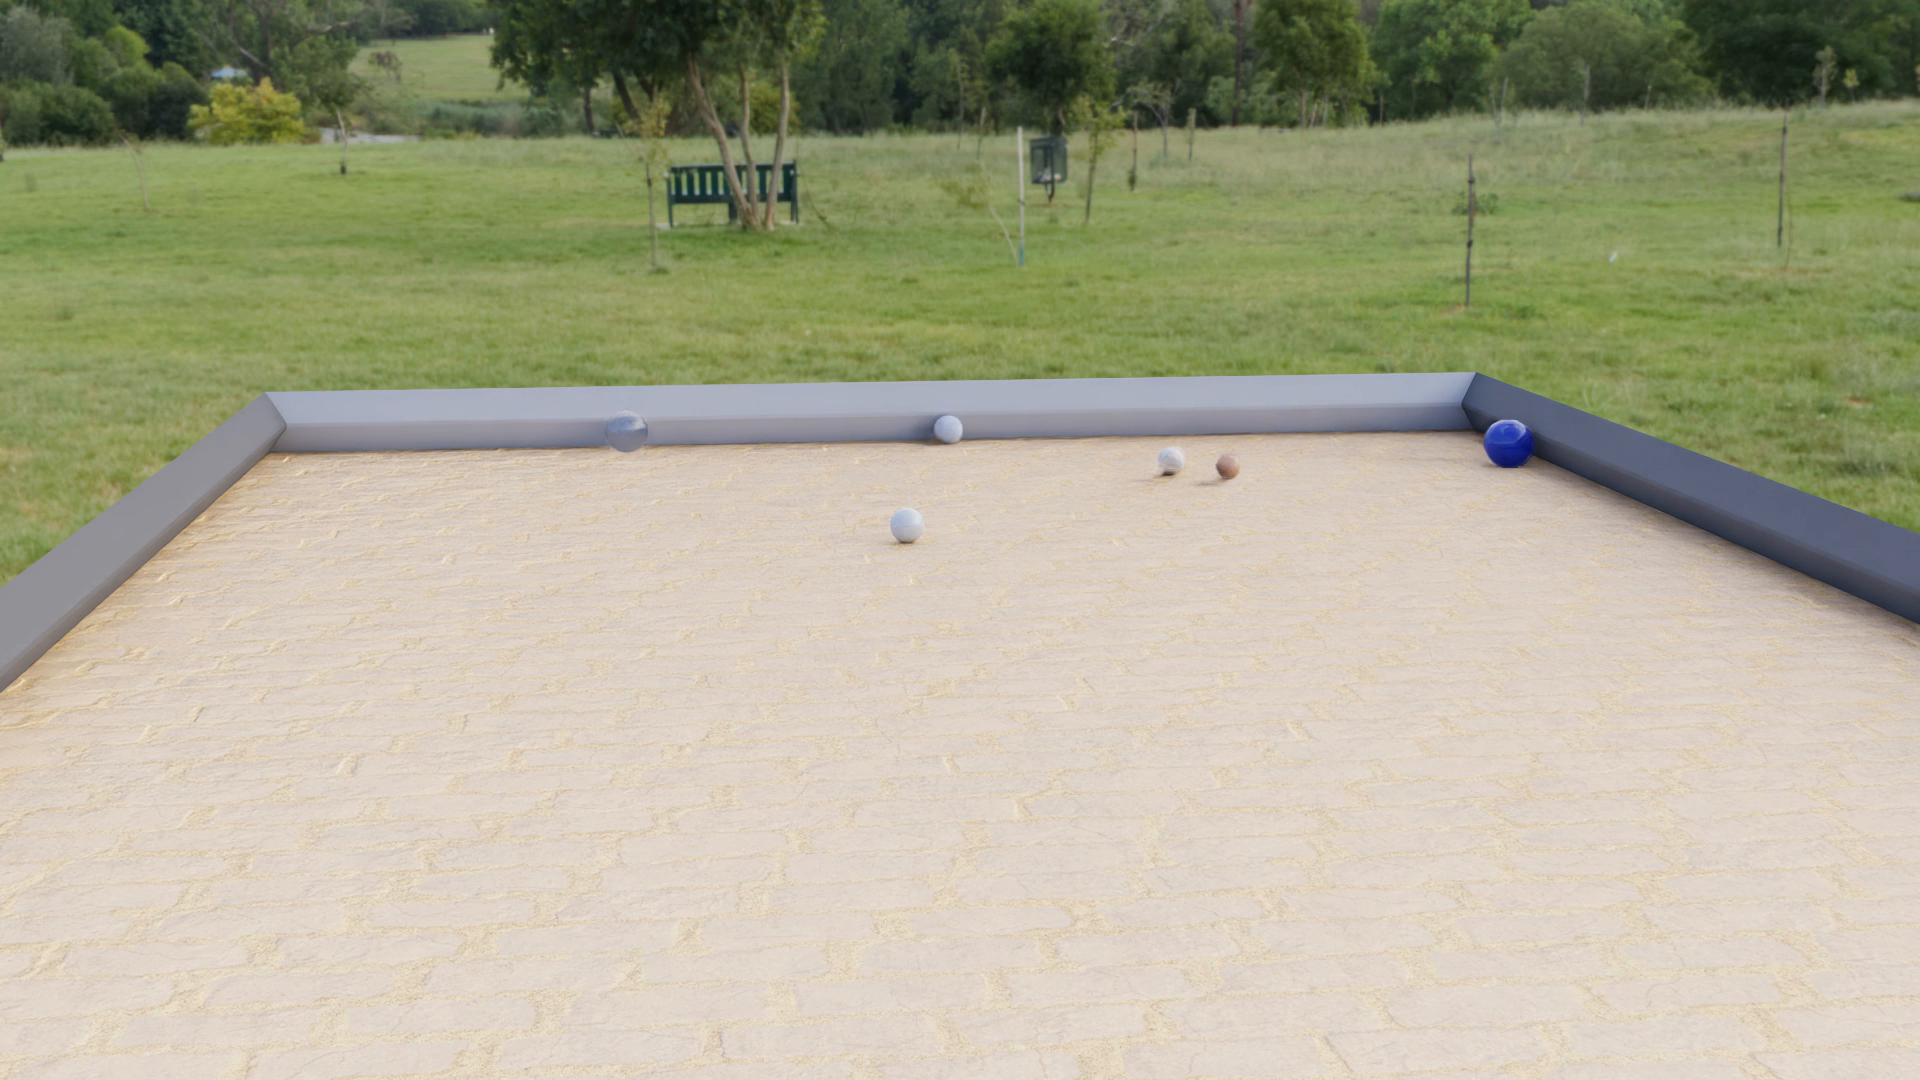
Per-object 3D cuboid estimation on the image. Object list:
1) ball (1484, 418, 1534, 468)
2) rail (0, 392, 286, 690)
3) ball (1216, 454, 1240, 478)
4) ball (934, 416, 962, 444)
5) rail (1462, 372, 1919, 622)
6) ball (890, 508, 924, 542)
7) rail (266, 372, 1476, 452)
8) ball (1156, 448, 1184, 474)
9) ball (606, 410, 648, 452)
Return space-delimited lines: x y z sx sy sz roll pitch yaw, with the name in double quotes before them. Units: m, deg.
"ball" 0.996 -0.176 3.996 0.087 0.087 0.087 0 12 0
"rail" -1.016 0.223 2.008 0.045 0.114 4.411 -1 12 -7
"ball" 0.474 -0.129 3.879 0.043 0.043 0.043 0 12 0
"ball" -0.023 -0.213 4.250 0.056 0.056 0.056 0 12 0
"rail" 1.286 0.165 2.286 0.045 0.114 4.411 -1 12 -7
"ball" -0.080 -0.022 3.340 0.053 0.053 0.053 0 12 0
"rail" -0.132 -0.247 4.267 2.366 0.114 0.045 -1 12 -7
"ball" 0.375 -0.141 3.918 0.049 0.049 0.049 0 12 0
"ball" -0.629 -0.205 4.152 0.080 0.080 0.080 0 12 0
